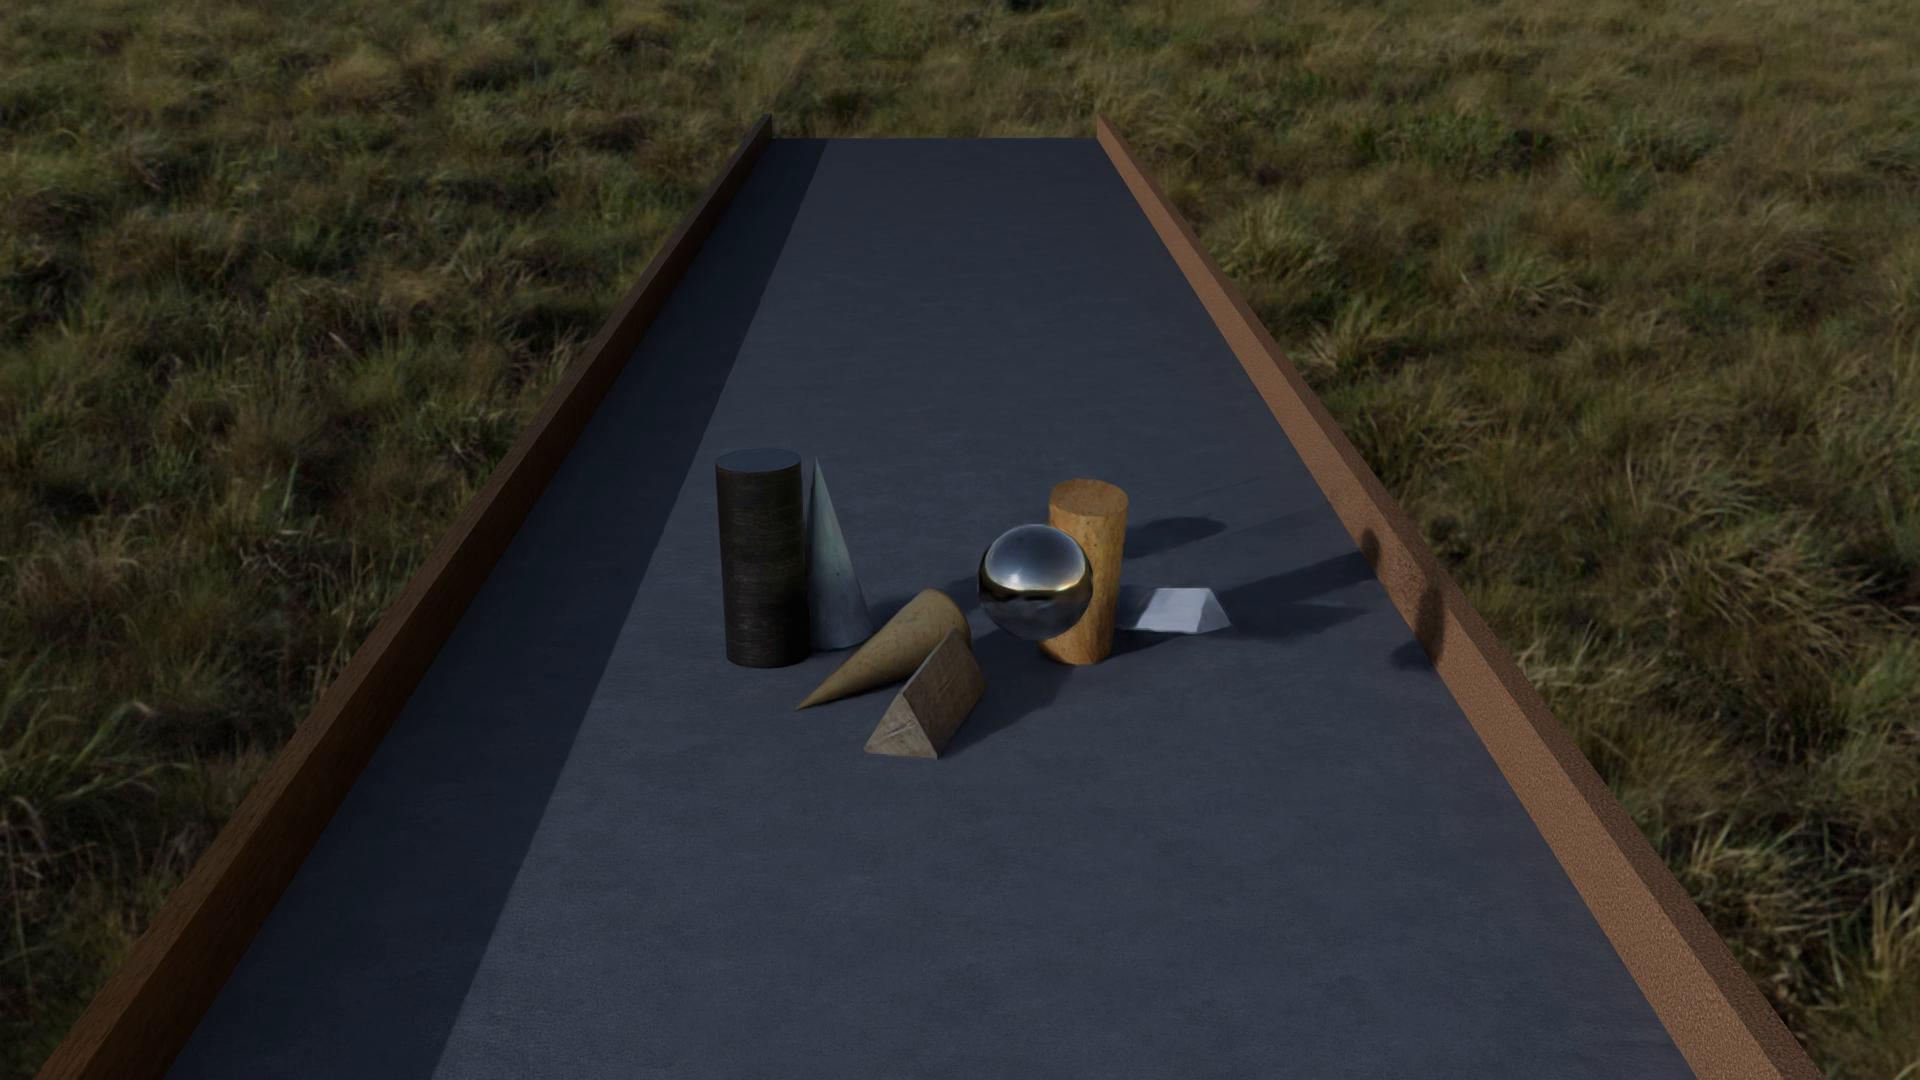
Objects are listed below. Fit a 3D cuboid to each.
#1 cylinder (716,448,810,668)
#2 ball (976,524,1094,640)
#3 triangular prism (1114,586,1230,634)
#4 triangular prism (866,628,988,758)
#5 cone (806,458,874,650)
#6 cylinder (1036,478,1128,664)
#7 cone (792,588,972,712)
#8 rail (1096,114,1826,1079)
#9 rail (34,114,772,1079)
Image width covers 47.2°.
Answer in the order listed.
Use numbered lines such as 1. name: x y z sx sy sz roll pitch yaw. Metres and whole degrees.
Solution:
1. cylinder: -0.392 0.036 4.381 0.168 0.407 0.168 -1 18 0
2. ball: 0.121 0.068 3.544 0.188 0.188 0.188 0 17 0
3. triangular prism: 0.378 0.134 4.474 0.093 0.080 0.392 -11 7 -36
4. triangular prism: -0.058 0.275 4.085 0.136 0.118 0.378 5 17 14
5. cone: -0.275 0.011 4.480 0.169 0.388 0.169 -4 21 1
6. cylinder: 0.242 0.064 4.371 0.153 0.339 0.153 3 30 -2
7. cone: -0.176 0.247 4.249 0.400 0.162 0.162 -29 31 -35
8. rail: 0.932 -0.844 7.801 0.050 0.150 12.000 0 17 -1
9. rail: -1.118 -0.838 7.780 0.050 0.150 12.000 0 17 -1
